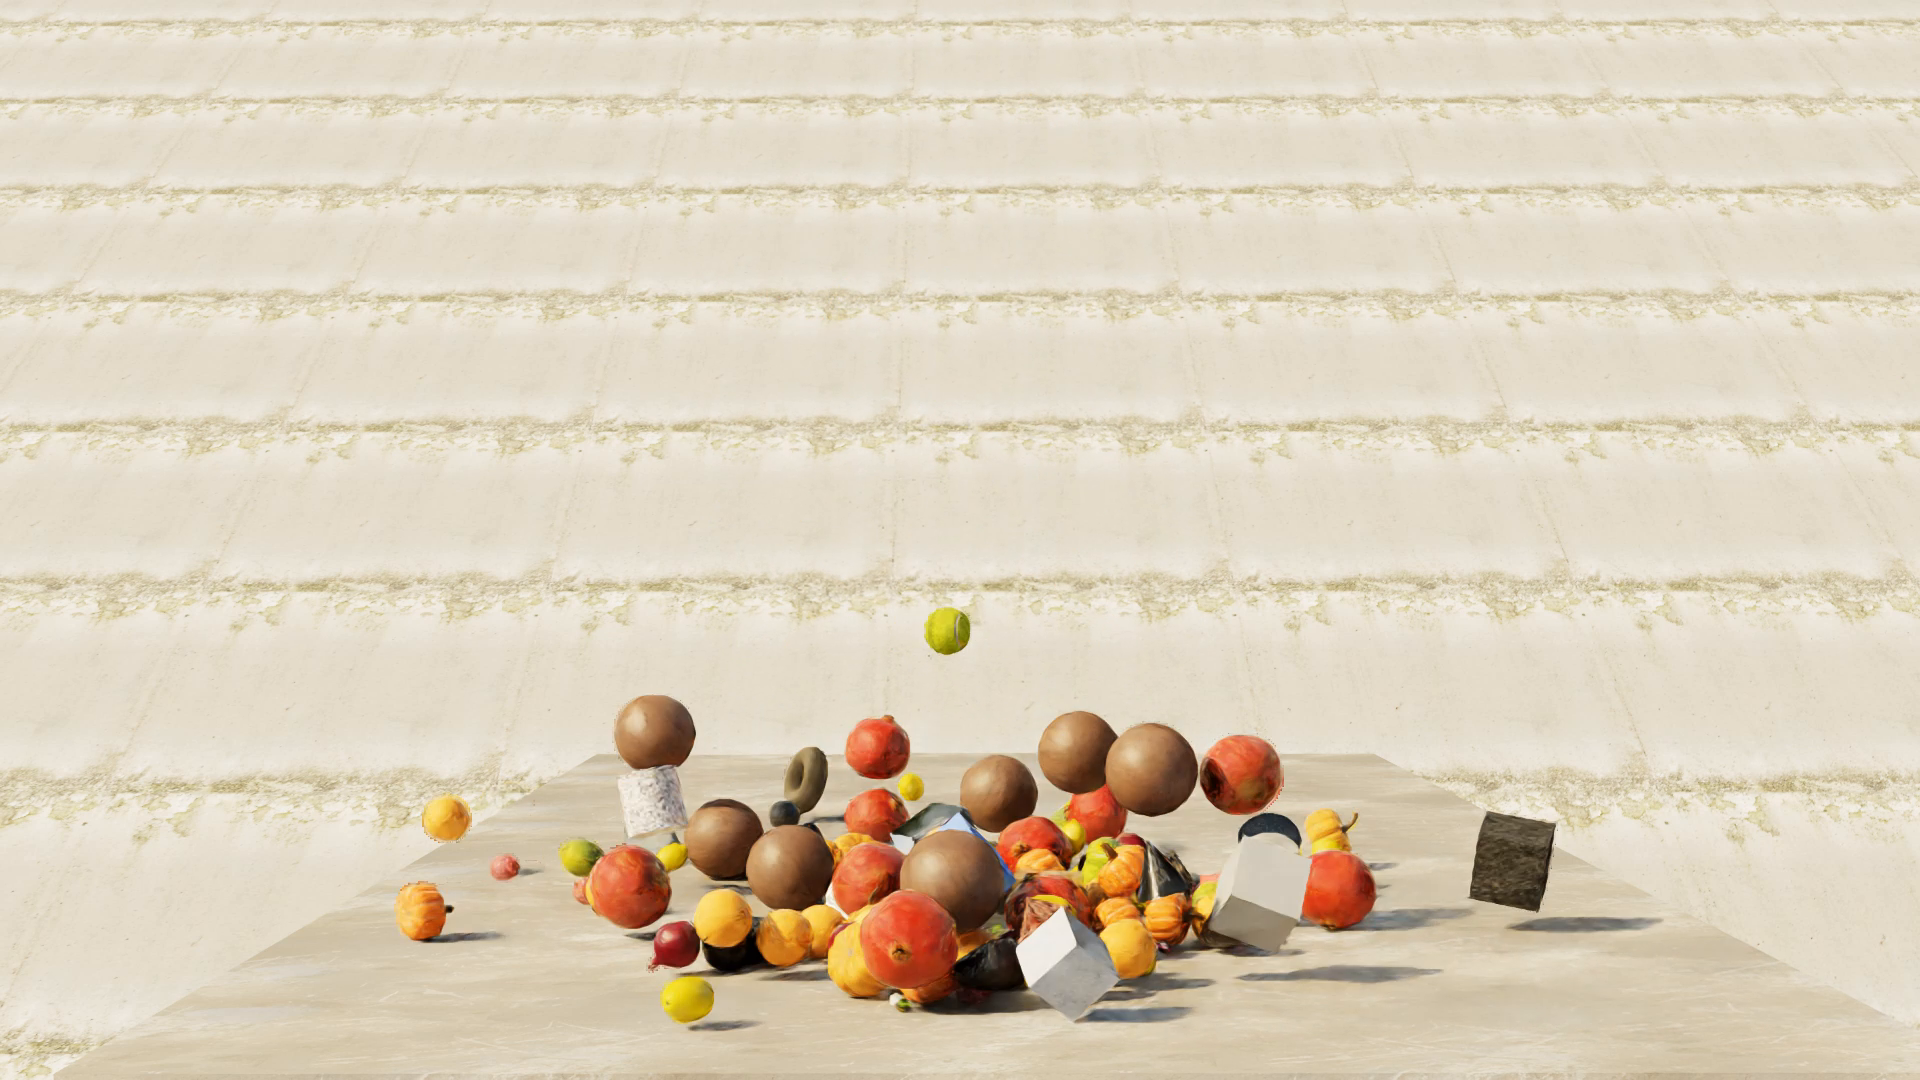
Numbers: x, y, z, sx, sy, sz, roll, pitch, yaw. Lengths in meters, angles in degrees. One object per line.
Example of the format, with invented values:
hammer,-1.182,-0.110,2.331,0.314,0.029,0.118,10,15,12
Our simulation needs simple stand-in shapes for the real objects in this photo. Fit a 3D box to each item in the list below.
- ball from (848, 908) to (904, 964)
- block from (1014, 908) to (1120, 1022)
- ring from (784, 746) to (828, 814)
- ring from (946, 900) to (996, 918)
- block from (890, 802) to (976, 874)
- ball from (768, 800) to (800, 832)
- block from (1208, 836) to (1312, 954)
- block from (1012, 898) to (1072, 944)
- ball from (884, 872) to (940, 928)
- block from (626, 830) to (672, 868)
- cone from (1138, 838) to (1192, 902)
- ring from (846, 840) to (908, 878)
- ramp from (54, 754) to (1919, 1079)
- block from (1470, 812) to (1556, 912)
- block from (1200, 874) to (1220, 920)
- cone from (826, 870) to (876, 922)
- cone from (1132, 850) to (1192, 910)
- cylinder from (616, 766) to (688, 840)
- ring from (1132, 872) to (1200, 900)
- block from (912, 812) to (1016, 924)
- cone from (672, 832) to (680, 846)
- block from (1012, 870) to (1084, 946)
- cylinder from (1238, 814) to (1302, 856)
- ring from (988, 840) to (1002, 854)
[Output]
ball,-0.107,0.504,3.292,0.070,0.070,0.070,0,30,0
block,0.122,0.483,2.945,0.075,0.075,0.075,-43,26,10
ring,-0.302,0.469,5.059,0.045,0.135,0.135,19,23,-24
ring,0.014,0.517,3.726,0.078,0.026,0.078,7,24,-3
block,-0.033,0.485,4.100,0.095,0.095,0.095,-33,18,-30
ball,-0.330,0.519,4.872,0.060,0.060,0.060,0,30,0
block,0.371,0.440,3.208,0.090,0.090,0.090,20,51,-2
block,0.100,0.470,3.165,0.054,0.054,0.054,13,-11,-10
ball,-0.067,0.510,3.656,0.078,0.078,0.078,0,30,0
block,-0.527,0.511,4.385,0.077,0.077,0.077,0,0,-5
cone,0.240,0.401,3.180,0.071,0.071,0.071,-17,-3,-1
ring,-0.116,0.525,4.257,0.147,0.049,0.147,1,1,0
ramp,0.067,0.599,4.658,2.000,0.100,4.000,0,0,0
block,0.776,0.451,3.635,0.097,0.097,0.097,10,17,16
block,0.390,0.517,3.743,0.062,0.062,0.062,0,0,-28
cone,-0.141,0.530,3.757,0.081,0.081,0.081,-12,59,20
cone,0.307,0.483,3.822,0.090,0.090,0.090,7,27,13
cylinder,-0.473,0.403,3.981,0.094,0.094,0.094,-12,-11,-2
ring,0.319,0.530,3.959,0.115,0.038,0.115,0,-1,0
block,0.005,0.423,3.342,0.084,0.084,0.084,-42,29,2
cone,-0.531,0.522,4.666,0.055,0.055,0.055,0,0,0
block,0.120,0.502,3.532,0.092,0.092,0.092,0,0,5
cylinder,0.471,0.481,3.928,0.096,0.096,0.096,-4,51,5
ring,0.023,0.533,4.449,0.097,0.032,0.097,2,-3,0
